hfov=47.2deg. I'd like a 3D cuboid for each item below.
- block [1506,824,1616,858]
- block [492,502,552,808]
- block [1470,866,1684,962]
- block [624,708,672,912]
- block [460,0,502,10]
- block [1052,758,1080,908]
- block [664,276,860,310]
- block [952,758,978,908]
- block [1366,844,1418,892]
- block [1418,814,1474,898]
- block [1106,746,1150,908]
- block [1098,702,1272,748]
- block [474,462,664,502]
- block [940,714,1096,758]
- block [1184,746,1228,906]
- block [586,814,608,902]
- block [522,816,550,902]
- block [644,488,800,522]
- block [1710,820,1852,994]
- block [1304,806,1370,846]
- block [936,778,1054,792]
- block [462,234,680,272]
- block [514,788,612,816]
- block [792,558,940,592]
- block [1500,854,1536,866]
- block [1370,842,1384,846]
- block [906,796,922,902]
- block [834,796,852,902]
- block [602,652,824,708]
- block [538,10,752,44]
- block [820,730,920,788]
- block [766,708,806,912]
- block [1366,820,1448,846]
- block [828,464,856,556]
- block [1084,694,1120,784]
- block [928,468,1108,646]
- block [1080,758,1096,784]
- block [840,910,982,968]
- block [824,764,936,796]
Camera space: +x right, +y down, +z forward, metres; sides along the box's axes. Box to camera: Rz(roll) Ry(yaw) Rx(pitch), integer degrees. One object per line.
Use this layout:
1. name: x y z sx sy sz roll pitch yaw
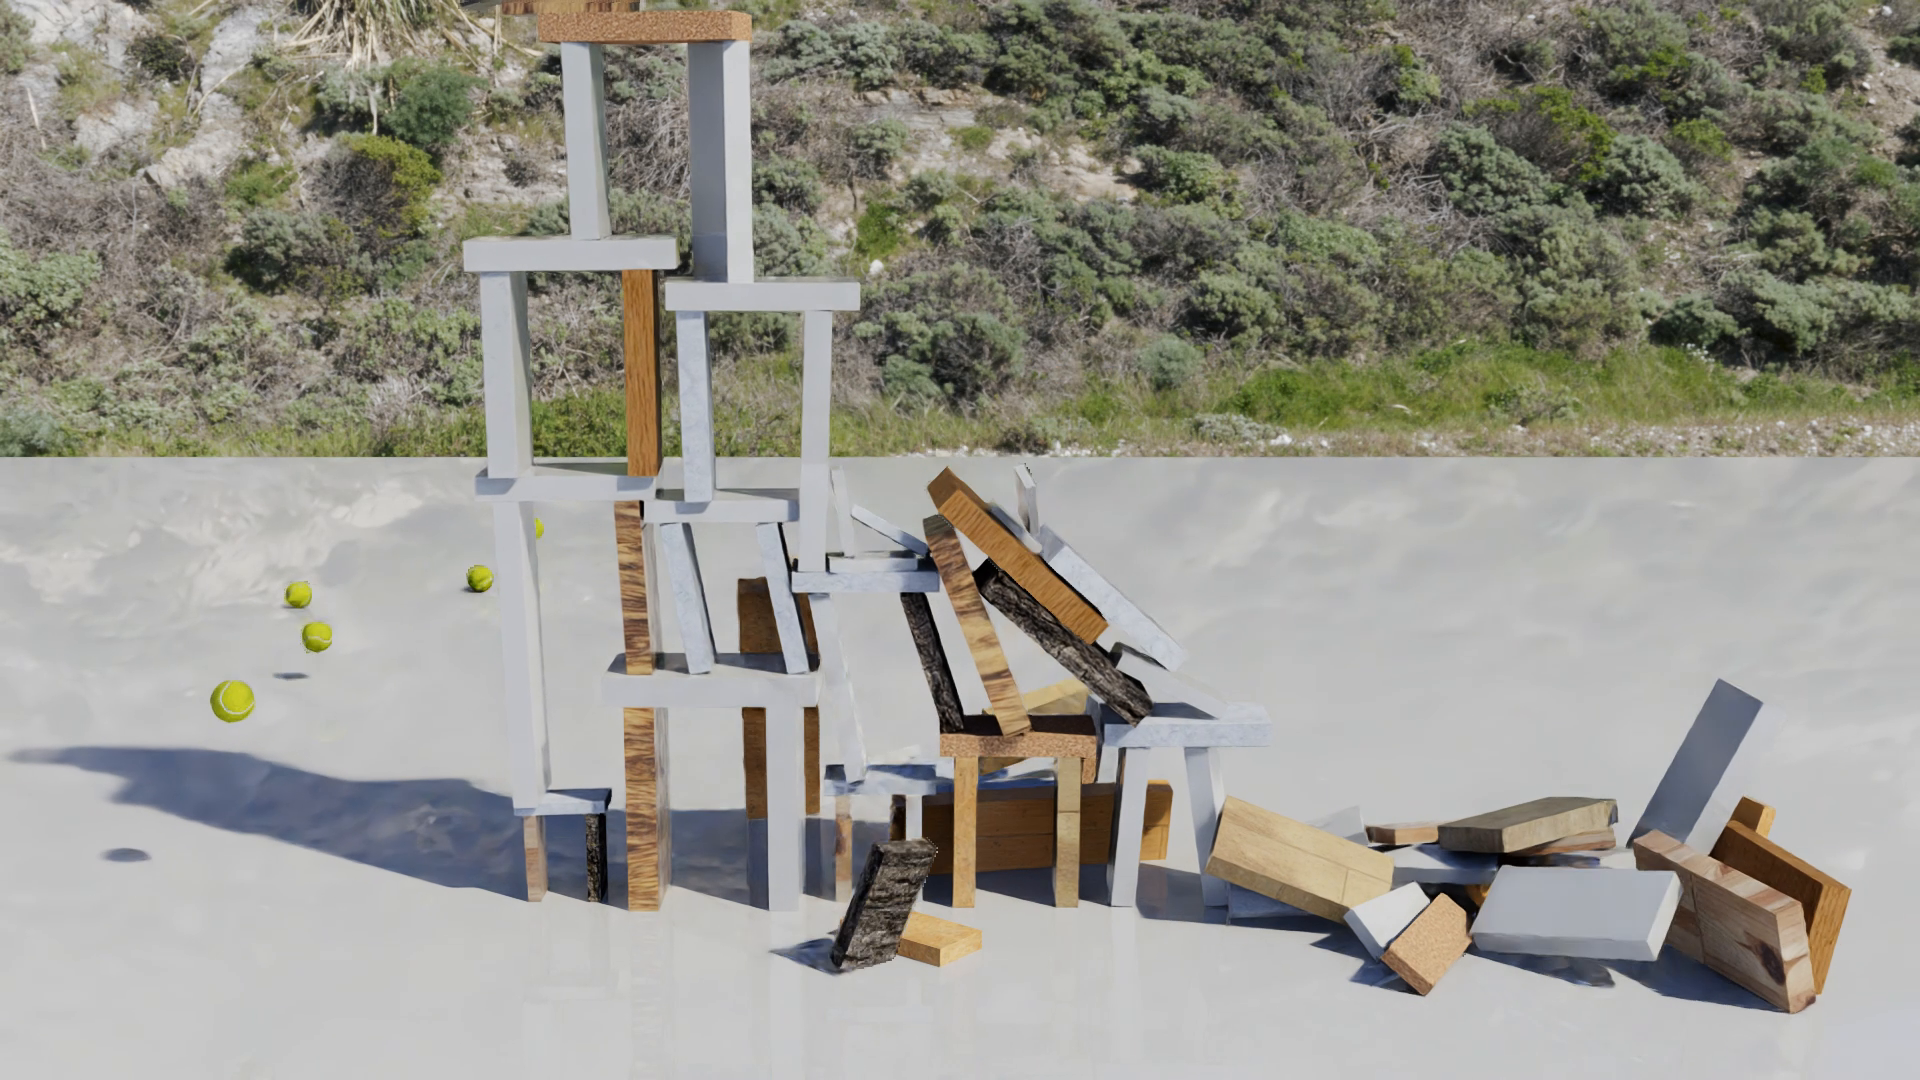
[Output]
1. block: 0.983 0.494 3.612 0.174 0.025 0.087 -7 0 12
2. block: -0.715 0.174 3.596 0.040 0.505 0.141 -2 11 -1
3. block: 0.939 0.566 3.353 0.288 0.041 0.144 -5 35 42
4. block: -0.516 0.421 3.640 0.049 0.343 0.171 0 11 0
5. block: -0.671 -0.860 3.396 0.192 0.027 0.096 -15 9 6
6. block: 0.176 0.465 3.643 0.036 0.255 0.127 0 11 0
7. block: -0.314 -0.391 3.489 0.301 0.043 0.151 -1 11 -6
8. block: 0.008 0.466 3.640 0.036 0.255 0.127 1 11 0
9. block: 0.640 0.555 3.667 0.228 0.032 0.114 -6 17 1
10. block: 0.847 0.537 3.749 0.228 0.032 0.114 -22 22 -36
11. block: 0.278 0.455 3.647 0.038 0.271 0.135 5 10 -1
12. block: 0.368 0.303 3.614 0.271 0.038 0.135 0 10 0
13. block: -0.628 -0.095 3.548 0.283 0.040 0.141 -1 11 -2
14. block: 0.093 0.322 3.616 0.255 0.036 0.127 0 11 -1
15. block: 0.415 0.455 3.649 0.038 0.271 0.135 -6 9 13
16. block: -0.603 0.518 3.651 0.021 0.149 0.074 0 11 0
17. block: -0.704 0.517 3.651 0.021 0.148 0.074 -1 11 0
18. block: -0.382 -0.056 3.552 0.246 0.035 0.123 0 11 -3
19. block: 1.238 0.557 3.383 0.046 0.163 0.327 11 8 -11
20. block: 0.582 0.507 3.676 0.194 0.028 0.097 -21 16 11
21. block: 0.053 0.489 3.817 0.278 0.139 0.039 -2 27 -13
22. block: -0.608 -0.454 3.472 0.324 0.046 0.162 -1 11 -4
23. block: -0.656 0.433 3.636 0.148 0.021 0.074 -2 11 -1
24. block: -0.153 0.057 3.564 0.236 0.033 0.118 0 10 -3
25. block: 0.944 0.544 3.680 0.228 0.032 0.114 -5 43 -25
26. block: 0.777 0.540 3.866 0.184 0.026 0.092 1 11 8
27. block: -0.076 0.499 3.656 0.026 0.183 0.091 0 11 0
28. block: -0.193 0.499 3.657 0.026 0.183 0.091 0 11 -2
29. block: -0.401 0.229 3.604 0.343 0.049 0.171 0 11 0
30. block: -0.484 -0.792 3.399 0.300 0.042 0.150 1 11 6
31. block: -0.222 0.436 4.394 0.266 0.038 0.133 -10 14 -42
32. block: -0.287 0.421 3.640 0.049 0.343 0.171 0 11 0
33. block: 0.770 0.493 3.706 0.184 0.026 0.092 1 -3 -32
34. block: -0.189 -0.048 3.536 0.020 0.140 0.070 -9 9 -6
35. block: 0.245 0.412 3.944 0.035 0.247 0.123 6 9 -15
36. block: 0.091 0.026 3.548 0.334 0.047 0.167 42 6 -14
37. block: 0.211 0.459 3.908 0.024 0.167 0.084 3 9 -14
38. block: -0.078 0.617 3.445 0.205 0.029 0.103 8 13 38
39. block: -0.131 0.397 3.639 0.183 0.026 0.091 0 11 -1
